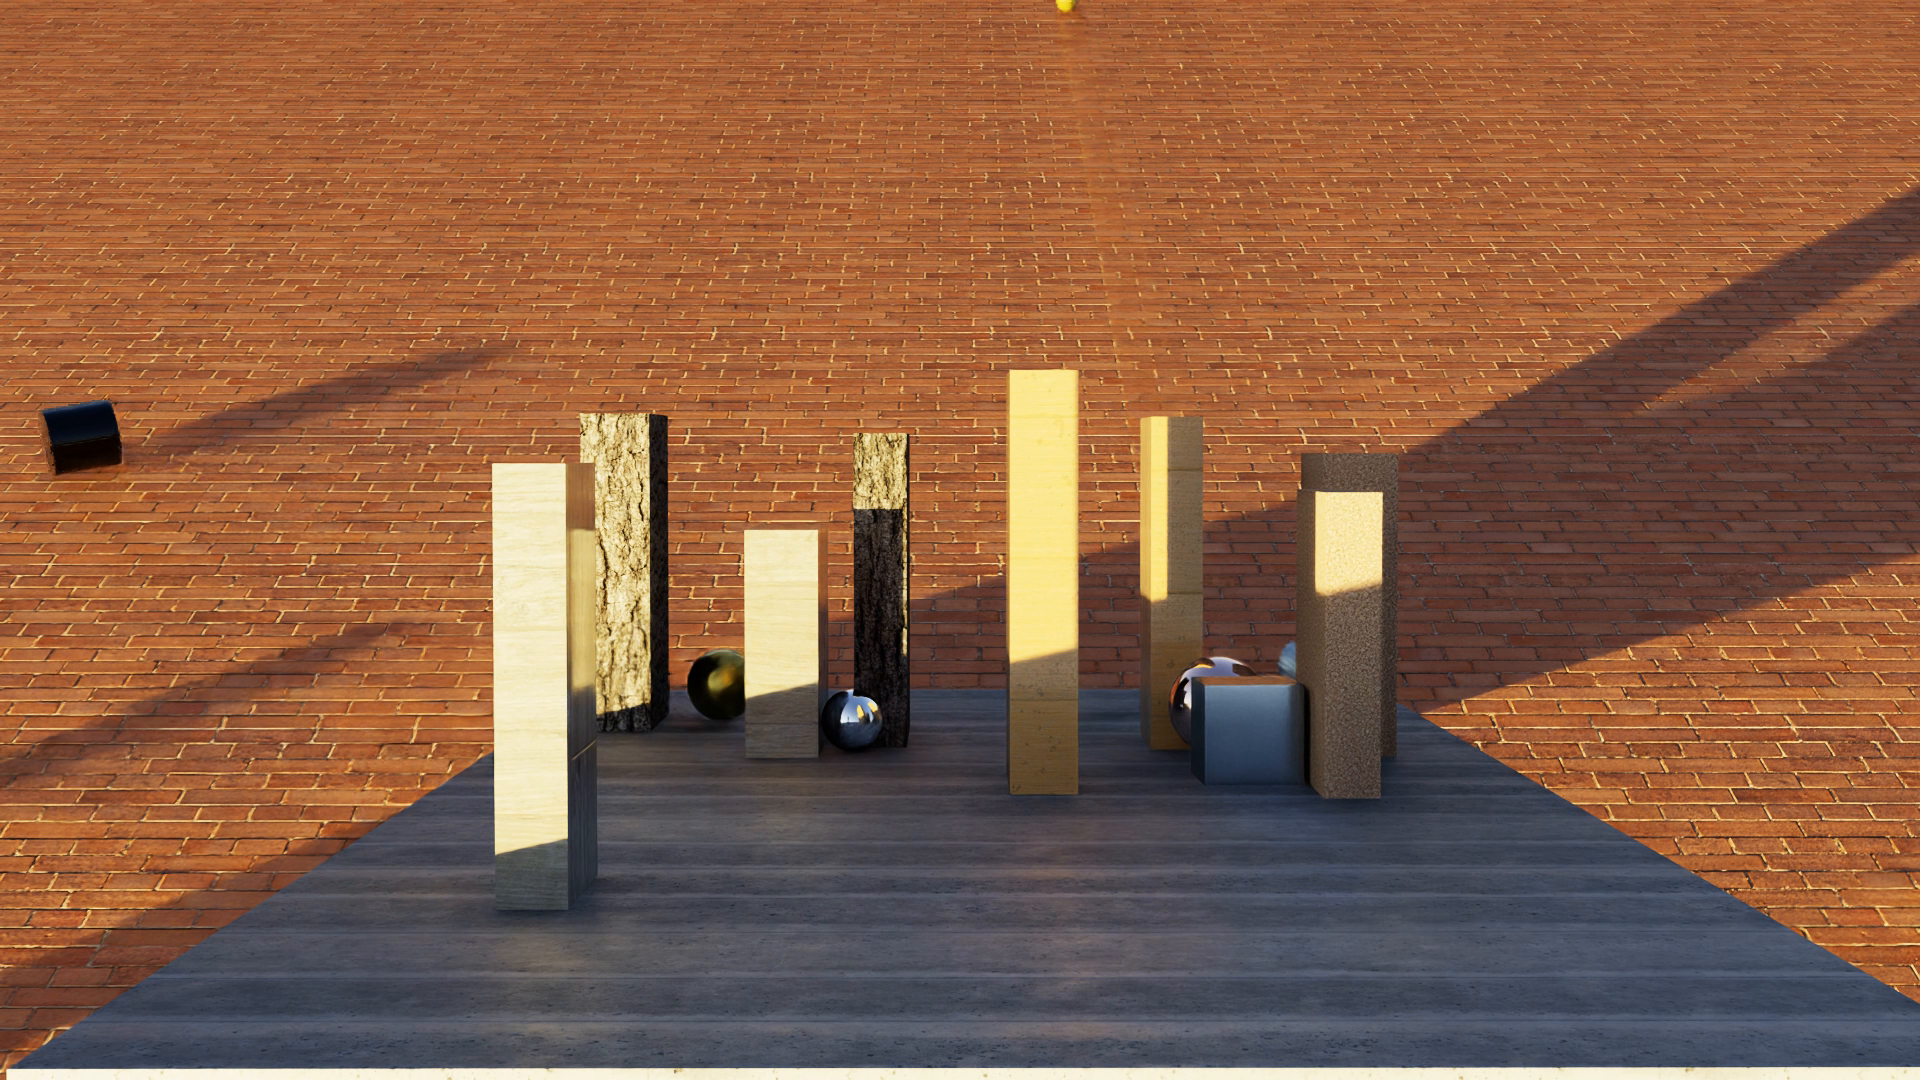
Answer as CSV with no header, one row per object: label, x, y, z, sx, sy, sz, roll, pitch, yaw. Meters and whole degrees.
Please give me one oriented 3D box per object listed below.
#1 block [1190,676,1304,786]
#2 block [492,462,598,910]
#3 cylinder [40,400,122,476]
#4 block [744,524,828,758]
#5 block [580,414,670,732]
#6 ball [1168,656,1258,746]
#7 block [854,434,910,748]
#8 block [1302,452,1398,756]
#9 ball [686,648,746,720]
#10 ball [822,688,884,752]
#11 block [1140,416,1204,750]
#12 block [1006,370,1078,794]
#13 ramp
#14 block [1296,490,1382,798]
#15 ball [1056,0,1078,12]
block,0.531,0.351,4.769,0.182,0.182,0.182,0,2,-3
block,-0.569,0.190,3.553,0.096,0.592,0.282,0,2,0
cylinder,-2.759,-0.320,8.084,0.204,0.204,0.204,-12,27,-25
block,-0.353,0.199,5.296,0.145,0.451,0.406,0,2,0
block,-0.744,0.064,5.743,0.148,0.687,0.361,0,2,0
ball,0.515,0.330,5.139,0.199,0.199,0.199,0,24,0
block,-0.163,0.097,5.448,0.108,0.643,0.372,0,2,0
block,0.792,0.124,5.262,0.149,0.602,0.319,0,2,0
ball,-0.533,0.325,5.793,0.163,0.163,0.163,0,24,0
ball,-0.218,0.364,5.209,0.126,0.126,0.126,0,24,0
block,0.440,0.083,5.378,0.105,0.676,0.301,0,2,0
block,0.148,0.070,4.713,0.121,0.749,0.336,0,2,0
ramp,0.055,0.501,4.547,2.000,0.100,4.000,0,2,0
block,0.686,0.178,4.687,0.099,0.535,0.379,0,2,0
ball,0.580,-2.939,14.038,0.115,0.115,0.115,0,24,0
